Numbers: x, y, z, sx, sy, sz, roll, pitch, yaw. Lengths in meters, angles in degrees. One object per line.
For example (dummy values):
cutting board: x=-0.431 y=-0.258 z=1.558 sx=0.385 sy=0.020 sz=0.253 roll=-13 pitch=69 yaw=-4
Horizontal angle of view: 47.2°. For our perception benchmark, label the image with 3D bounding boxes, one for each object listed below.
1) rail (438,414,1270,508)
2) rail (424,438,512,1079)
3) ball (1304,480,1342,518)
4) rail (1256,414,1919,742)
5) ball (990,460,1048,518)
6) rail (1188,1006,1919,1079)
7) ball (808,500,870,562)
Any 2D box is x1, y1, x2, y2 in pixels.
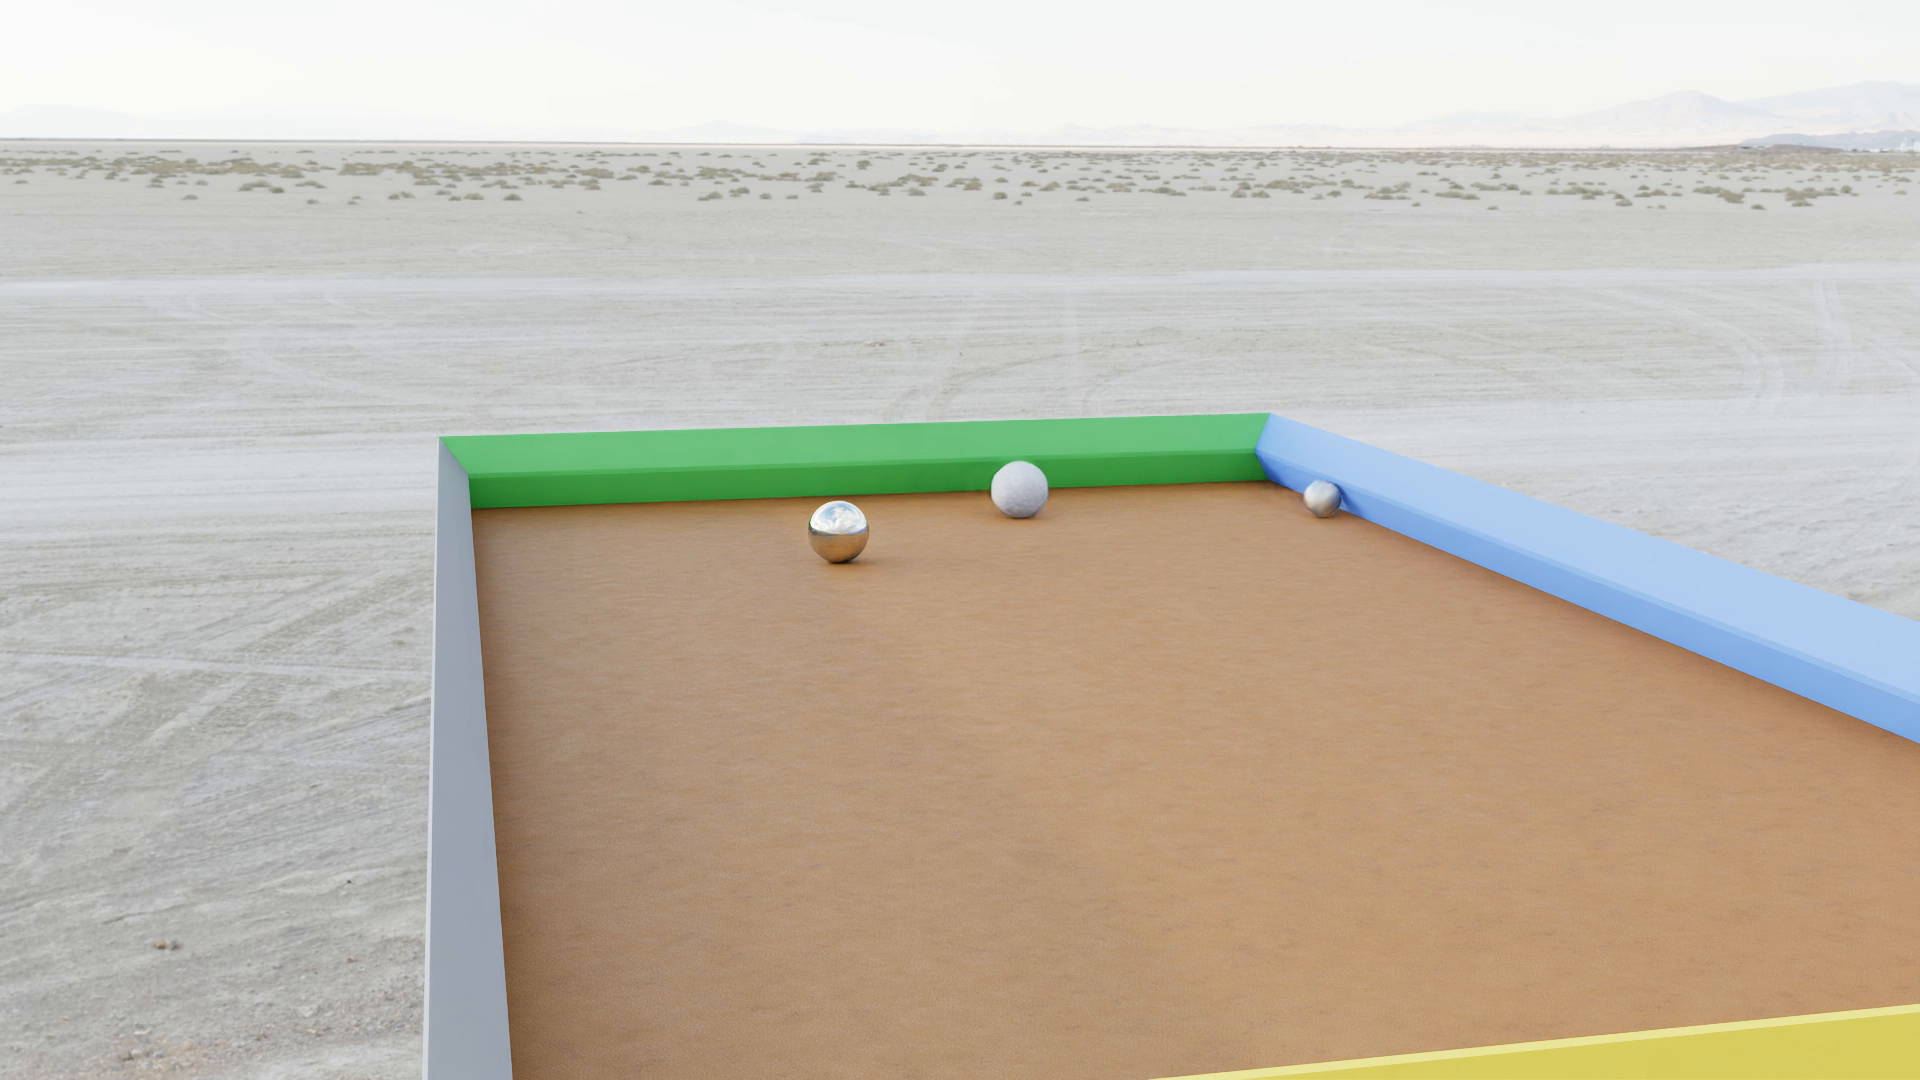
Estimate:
rail: x=-0.142 y=-0.132 z=3.672 sx=1.419 sy=0.117 sz=0.045 roll=-2 pitch=10 yaw=-13
rail: x=-0.521 y=0.116 z=2.287 sx=0.045 sy=0.117 sz=2.619 roll=-2 pitch=10 yaw=-13
ball: x=0.571 y=-0.065 z=3.464 sx=0.059 sy=0.059 sz=0.059 roll=0 pitch=10 yaw=0
rail: x=0.816 y=0.062 z=2.591 sx=0.045 sy=0.117 sz=2.619 roll=-2 pitch=10 yaw=-13
ball: x=0.094 y=-0.079 z=3.460 sx=0.090 sy=0.090 sz=0.090 roll=0 pitch=10 yaw=0
rail: x=0.437 y=0.310 z=1.206 sx=1.419 sy=0.117 sz=0.045 roll=-2 pitch=10 yaw=-13
ball: x=-0.171 y=-0.012 z=3.089 sx=0.087 sy=0.087 sz=0.087 roll=0 pitch=10 yaw=0
